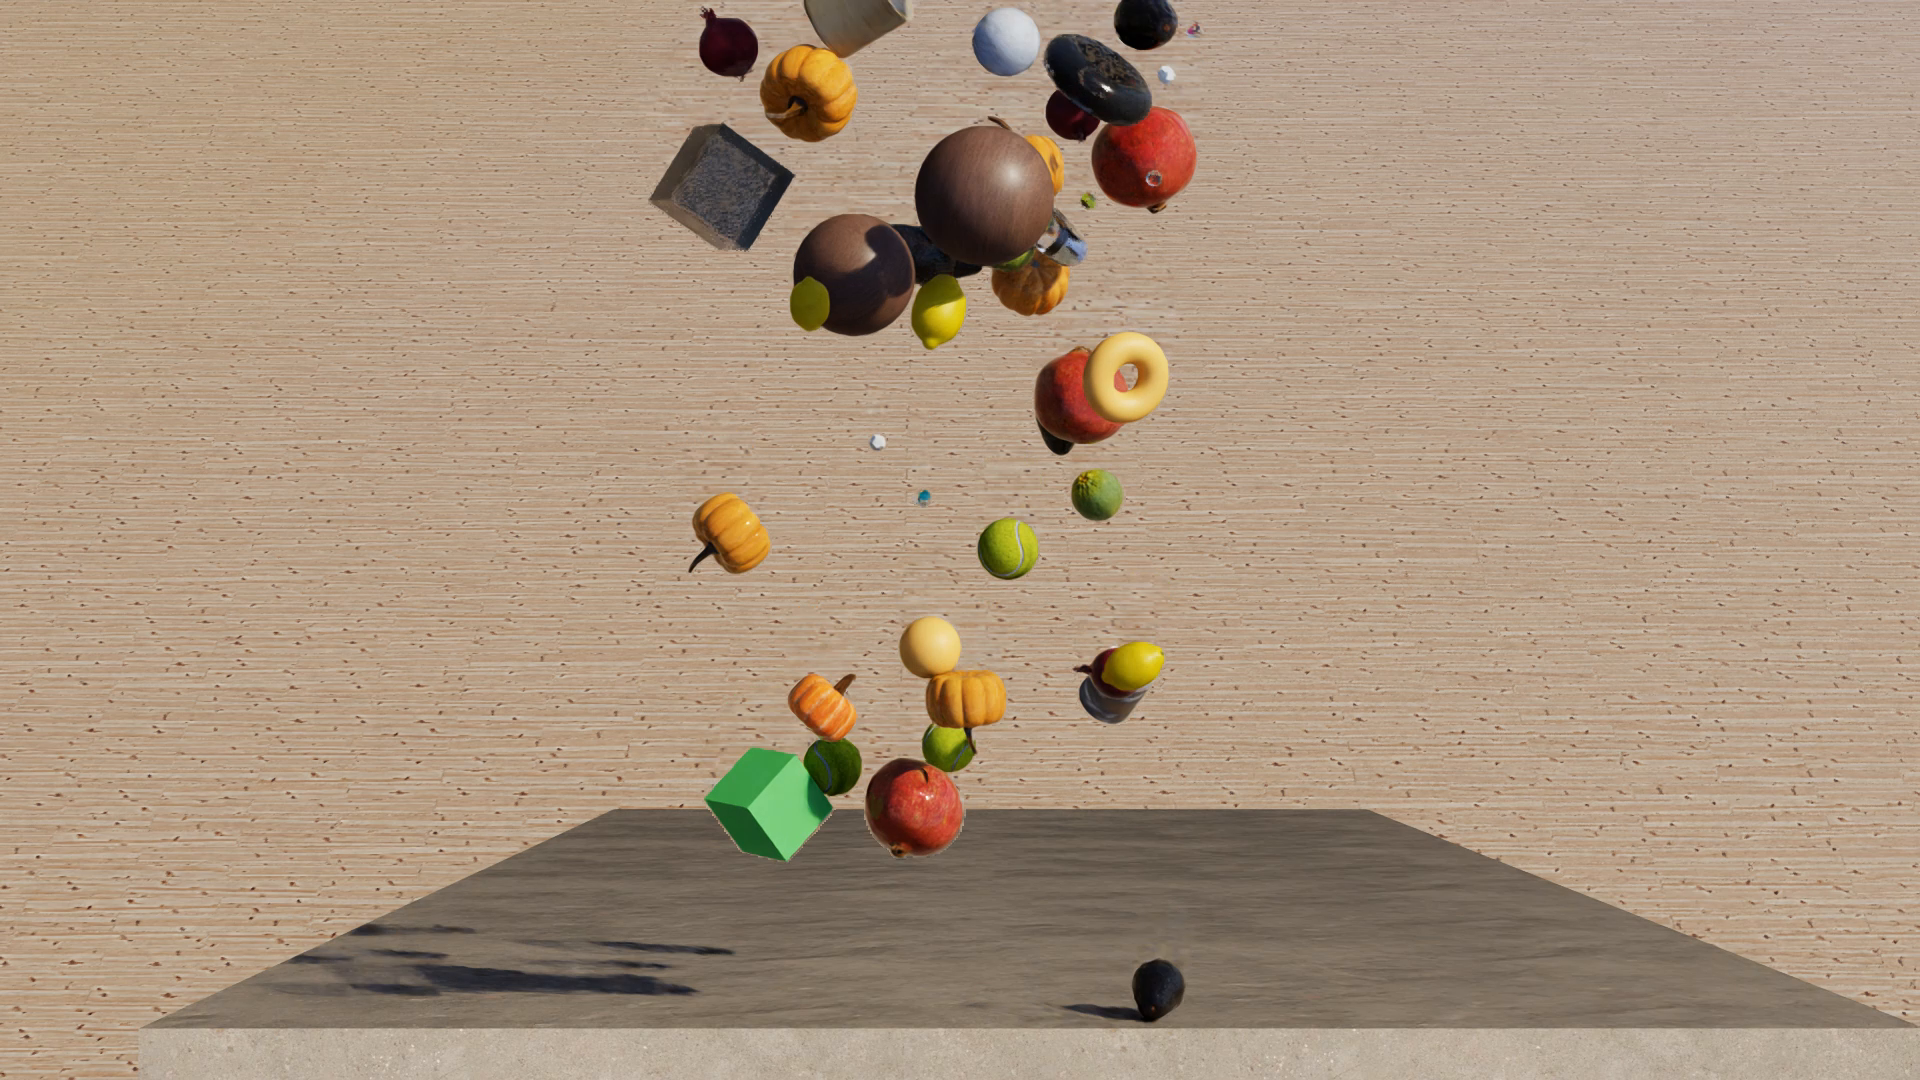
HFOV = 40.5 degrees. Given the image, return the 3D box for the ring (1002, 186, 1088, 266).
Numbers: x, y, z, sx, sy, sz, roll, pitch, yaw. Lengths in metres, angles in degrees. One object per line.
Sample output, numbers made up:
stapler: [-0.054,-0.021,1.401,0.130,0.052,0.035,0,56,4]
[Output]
ring: [0.090,-0.331,2.744,0.108,0.036,0.108,39,14,-12]

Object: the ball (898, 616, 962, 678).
ball: [-0.034,0.120,2.911,0.070,0.070,0.070,0,37,0]

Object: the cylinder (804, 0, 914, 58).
cylinder: [-0.094,-0.498,2.415,0.074,0.074,0.074,-26,30,22]

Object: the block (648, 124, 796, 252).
block: [-0.218,-0.322,2.375,0.082,0.082,0.082,-59,24,-7]

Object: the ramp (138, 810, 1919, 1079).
ramp: [0.081,0.681,4.908,2.000,0.100,4.000,0,-2,0]

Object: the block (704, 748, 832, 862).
block: [-0.221,0.304,3.004,0.087,0.087,0.087,4,44,50]

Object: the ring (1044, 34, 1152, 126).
ring: [0.143,-0.477,2.696,0.127,0.042,0.127,28,29,-17]

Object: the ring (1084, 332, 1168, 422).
ring: [0.171,-0.167,2.679,0.096,0.096,0.032,-15,22,-19]

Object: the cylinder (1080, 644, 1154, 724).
cylinder: [0.192,0.177,3.193,0.070,0.070,0.070,14,48,-16]

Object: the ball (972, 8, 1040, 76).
ball: [0.040,-0.435,2.269,0.059,0.059,0.059,0,37,0]
